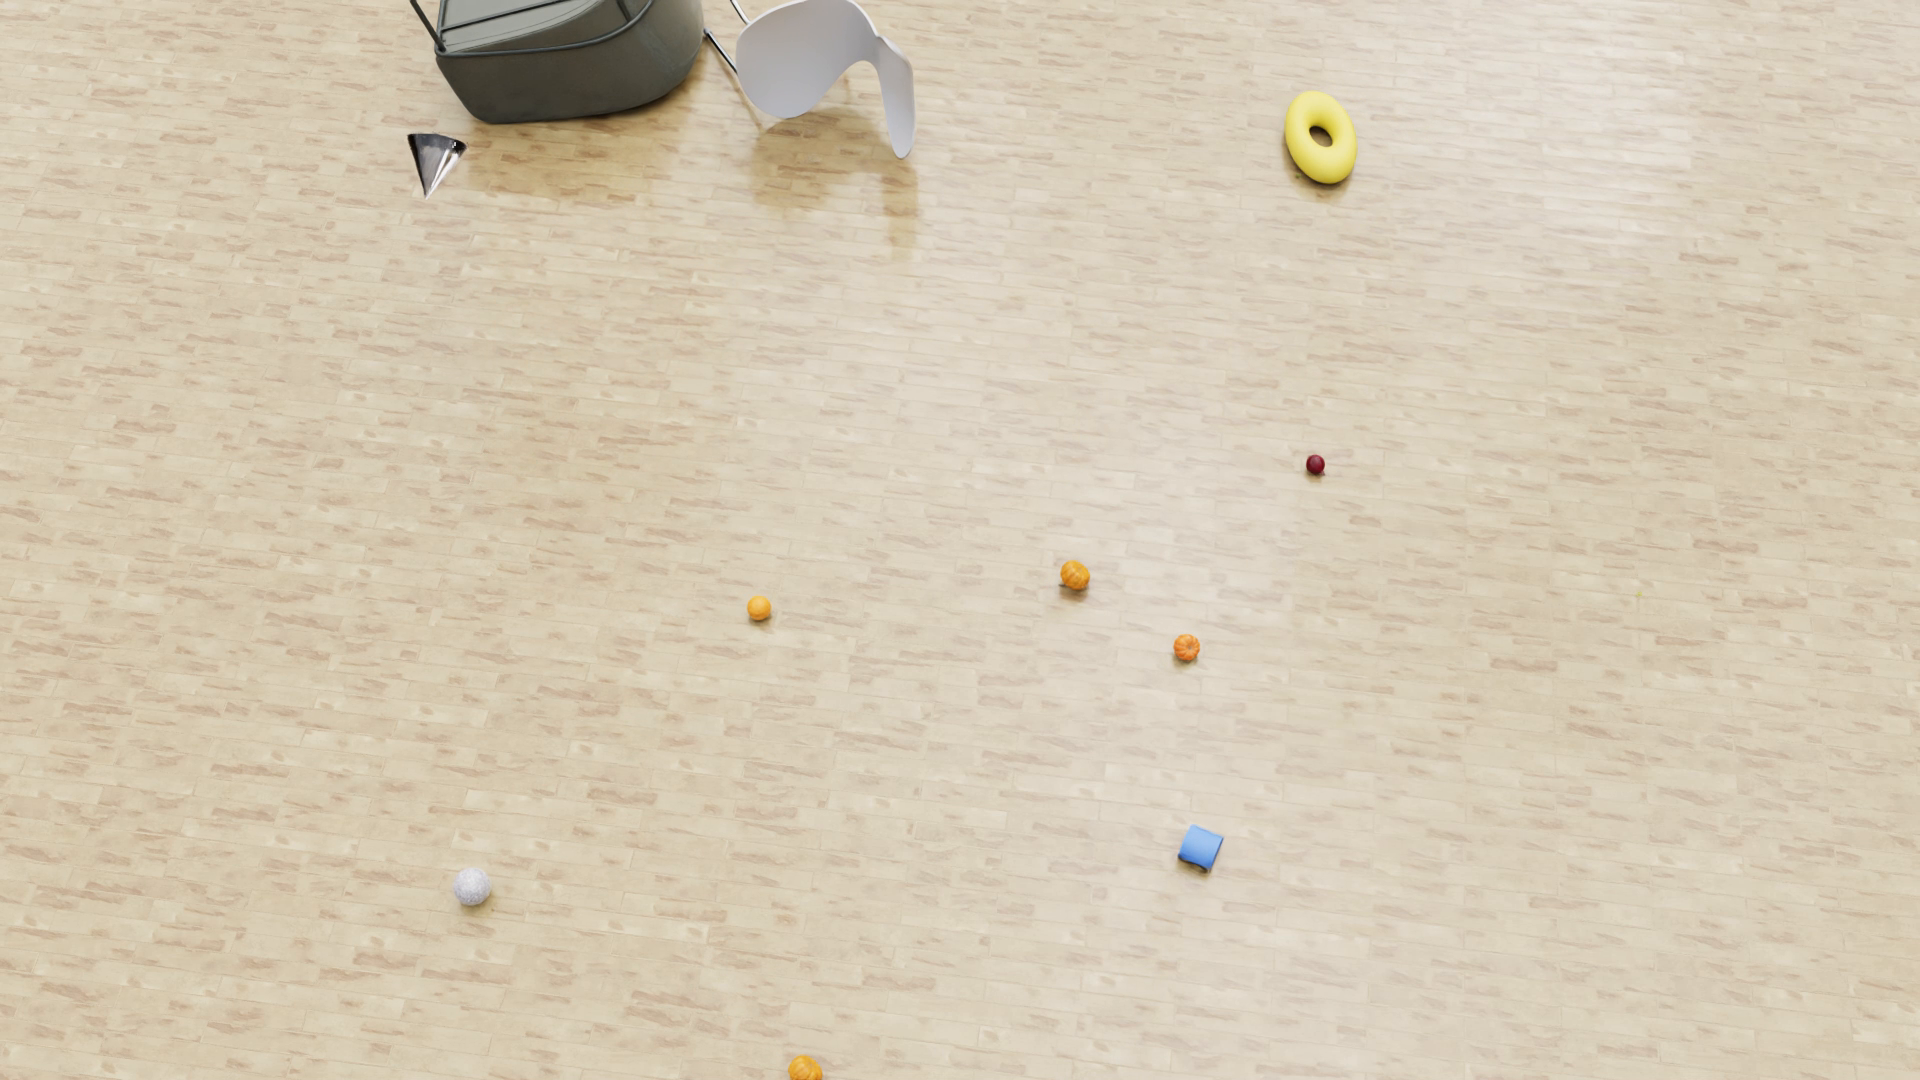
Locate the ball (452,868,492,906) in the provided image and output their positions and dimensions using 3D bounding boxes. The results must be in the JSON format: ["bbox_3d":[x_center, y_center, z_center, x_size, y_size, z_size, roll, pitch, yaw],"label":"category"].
[{"bbox_3d":[-1.307,0.928,5.891,0.101,0.101,0.101,0,56,0],"label":"ball"}]

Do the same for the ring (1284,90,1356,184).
[{"bbox_3d":[1.218,-1.362,7.426,0.235,0.105,0.405,-5,56,-4],"label":"ring"}]

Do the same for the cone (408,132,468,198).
[{"bbox_3d":[-1.770,-1.237,7.368,0.202,0.119,0.215,8,72,-7],"label":"cone"}]

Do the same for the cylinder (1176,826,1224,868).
[{"bbox_3d":[0.654,0.834,5.973,0.093,0.068,0.102,18,47,33],"label":"cylinder"}]
